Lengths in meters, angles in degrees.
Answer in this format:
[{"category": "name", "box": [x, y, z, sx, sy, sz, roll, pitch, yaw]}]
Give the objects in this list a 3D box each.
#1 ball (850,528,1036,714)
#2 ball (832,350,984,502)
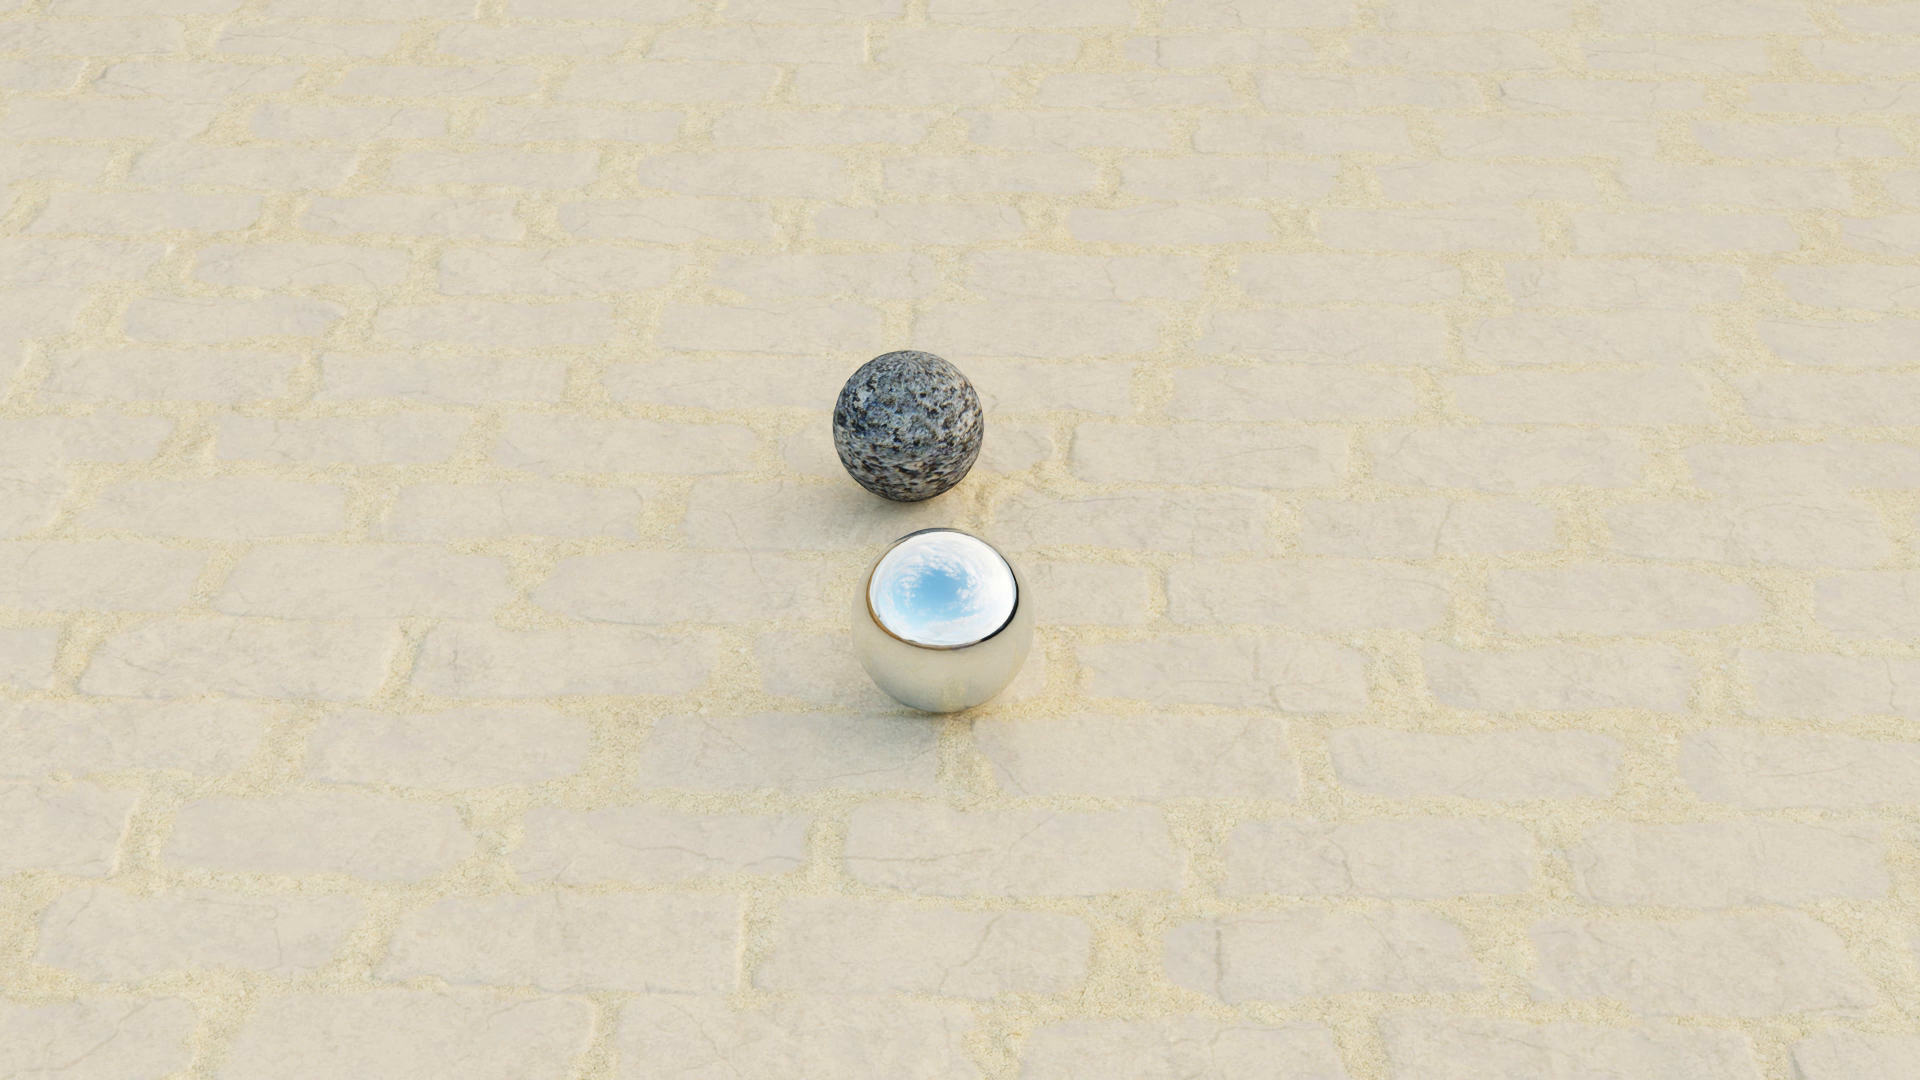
[{"category": "ball", "box": [-0.009, 0.039, 1.450, 0.092, 0.092, 0.092, 0, 33, 0]}, {"category": "ball", "box": [-0.028, -0.063, 1.615, 0.083, 0.083, 0.083, 0, 33, 0]}]
